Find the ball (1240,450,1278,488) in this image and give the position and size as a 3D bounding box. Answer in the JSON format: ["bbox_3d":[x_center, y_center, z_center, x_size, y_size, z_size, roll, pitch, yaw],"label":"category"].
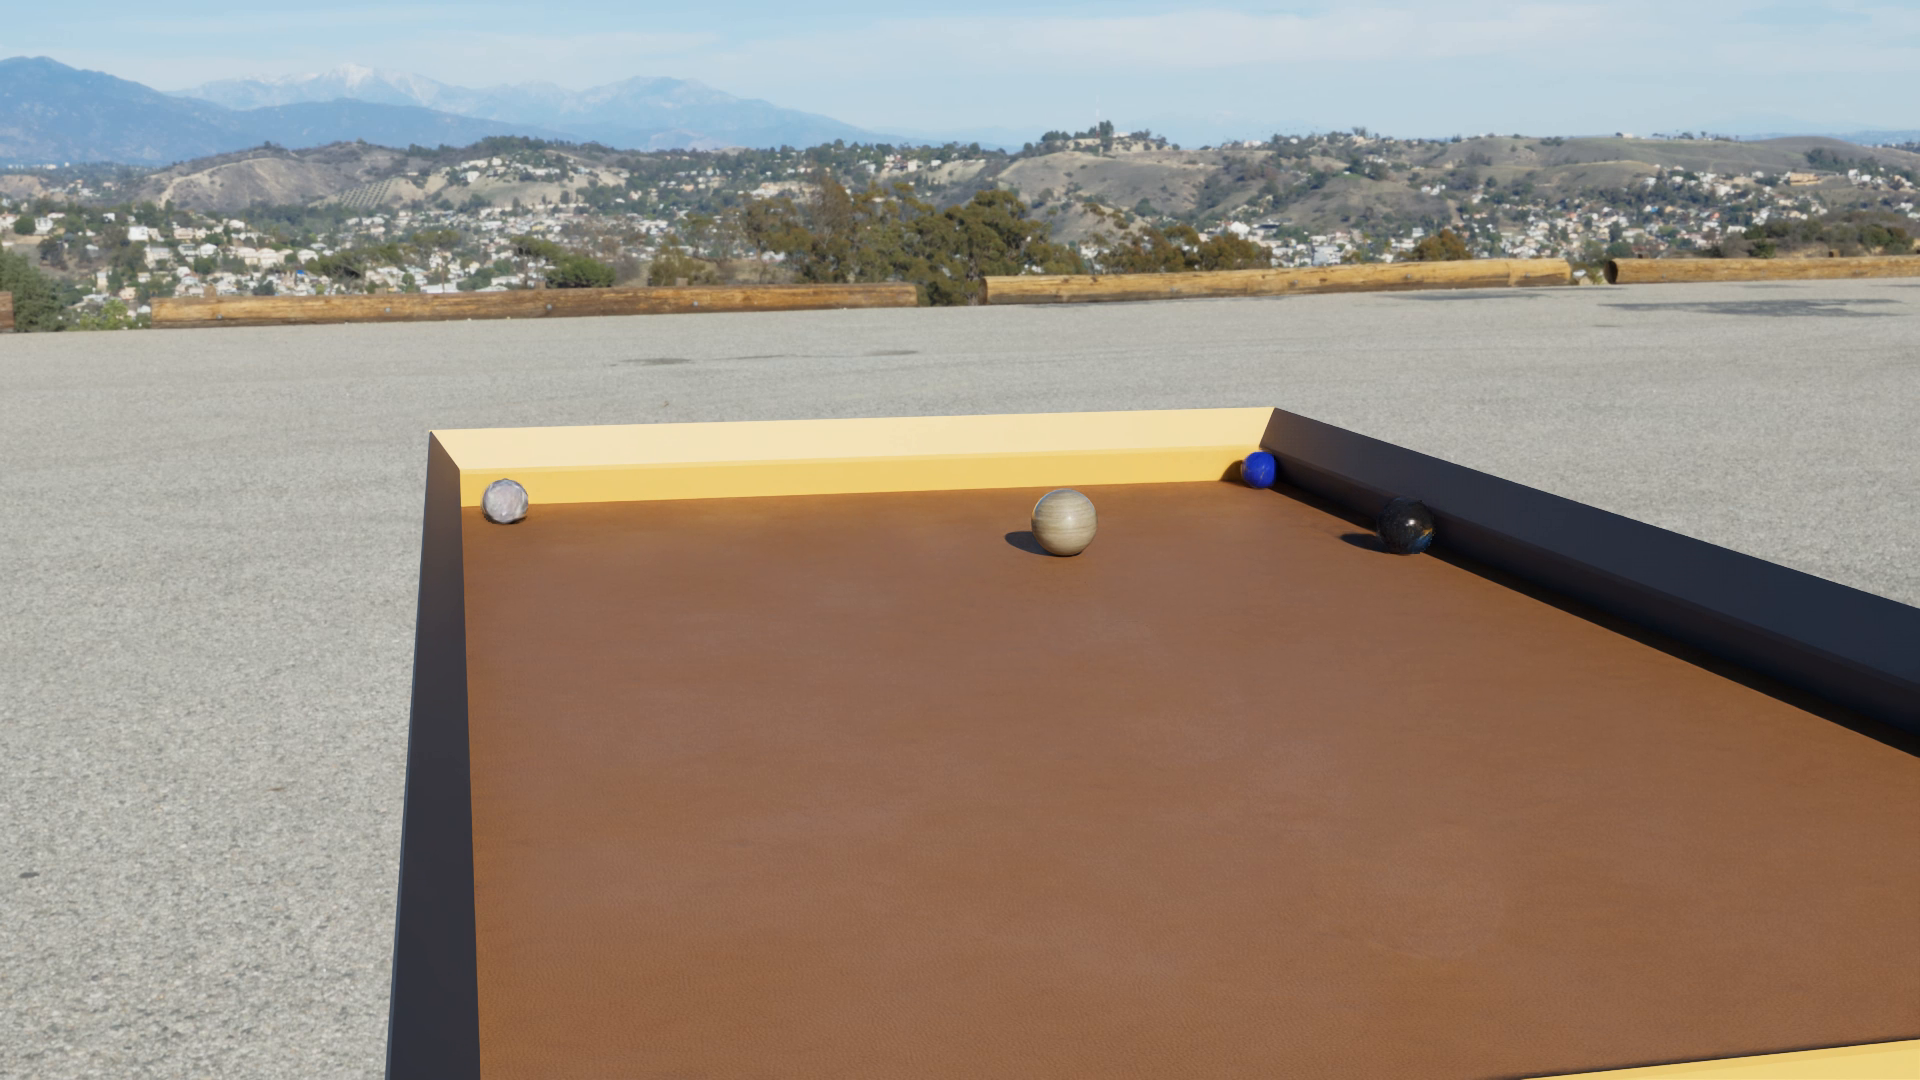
[{"bbox_3d":[0.517,-0.122,3.795,0.066,0.066,0.066,0,10,0],"label":"ball"}]

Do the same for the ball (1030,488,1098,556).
[{"bbox_3d":[0.150,-0.025,3.165,0.097,0.097,0.097,0,10,0],"label":"ball"}]

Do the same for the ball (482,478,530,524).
[{"bbox_3d":[-0.709,-0.060,3.432,0.071,0.071,0.071,0,10,0],"label":"ball"}]

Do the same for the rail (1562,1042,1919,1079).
[{"bbox_3d":[0.451,0.317,1.151,1.459,0.126,0.045,-2,10,-13],"label":"rail"}]

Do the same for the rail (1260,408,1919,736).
[{"bbox_3d":[0.840,0.061,2.593,0.045,0.126,2.729,-2,10,-13],"label":"rail"}]

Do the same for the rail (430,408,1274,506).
[{"bbox_3d":[-0.147,-0.140,3.725,1.459,0.126,0.045,-2,10,-13],"label":"rail"}]

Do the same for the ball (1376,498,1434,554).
[{"bbox_3d":[0.644,-0.020,3.179,0.082,0.082,0.082,0,10,0],"label":"ball"}]

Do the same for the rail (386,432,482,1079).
[{"bbox_3d":[-0.536,0.116,2.283,0.045,0.126,2.729,-2,10,-13],"label":"rail"}]
